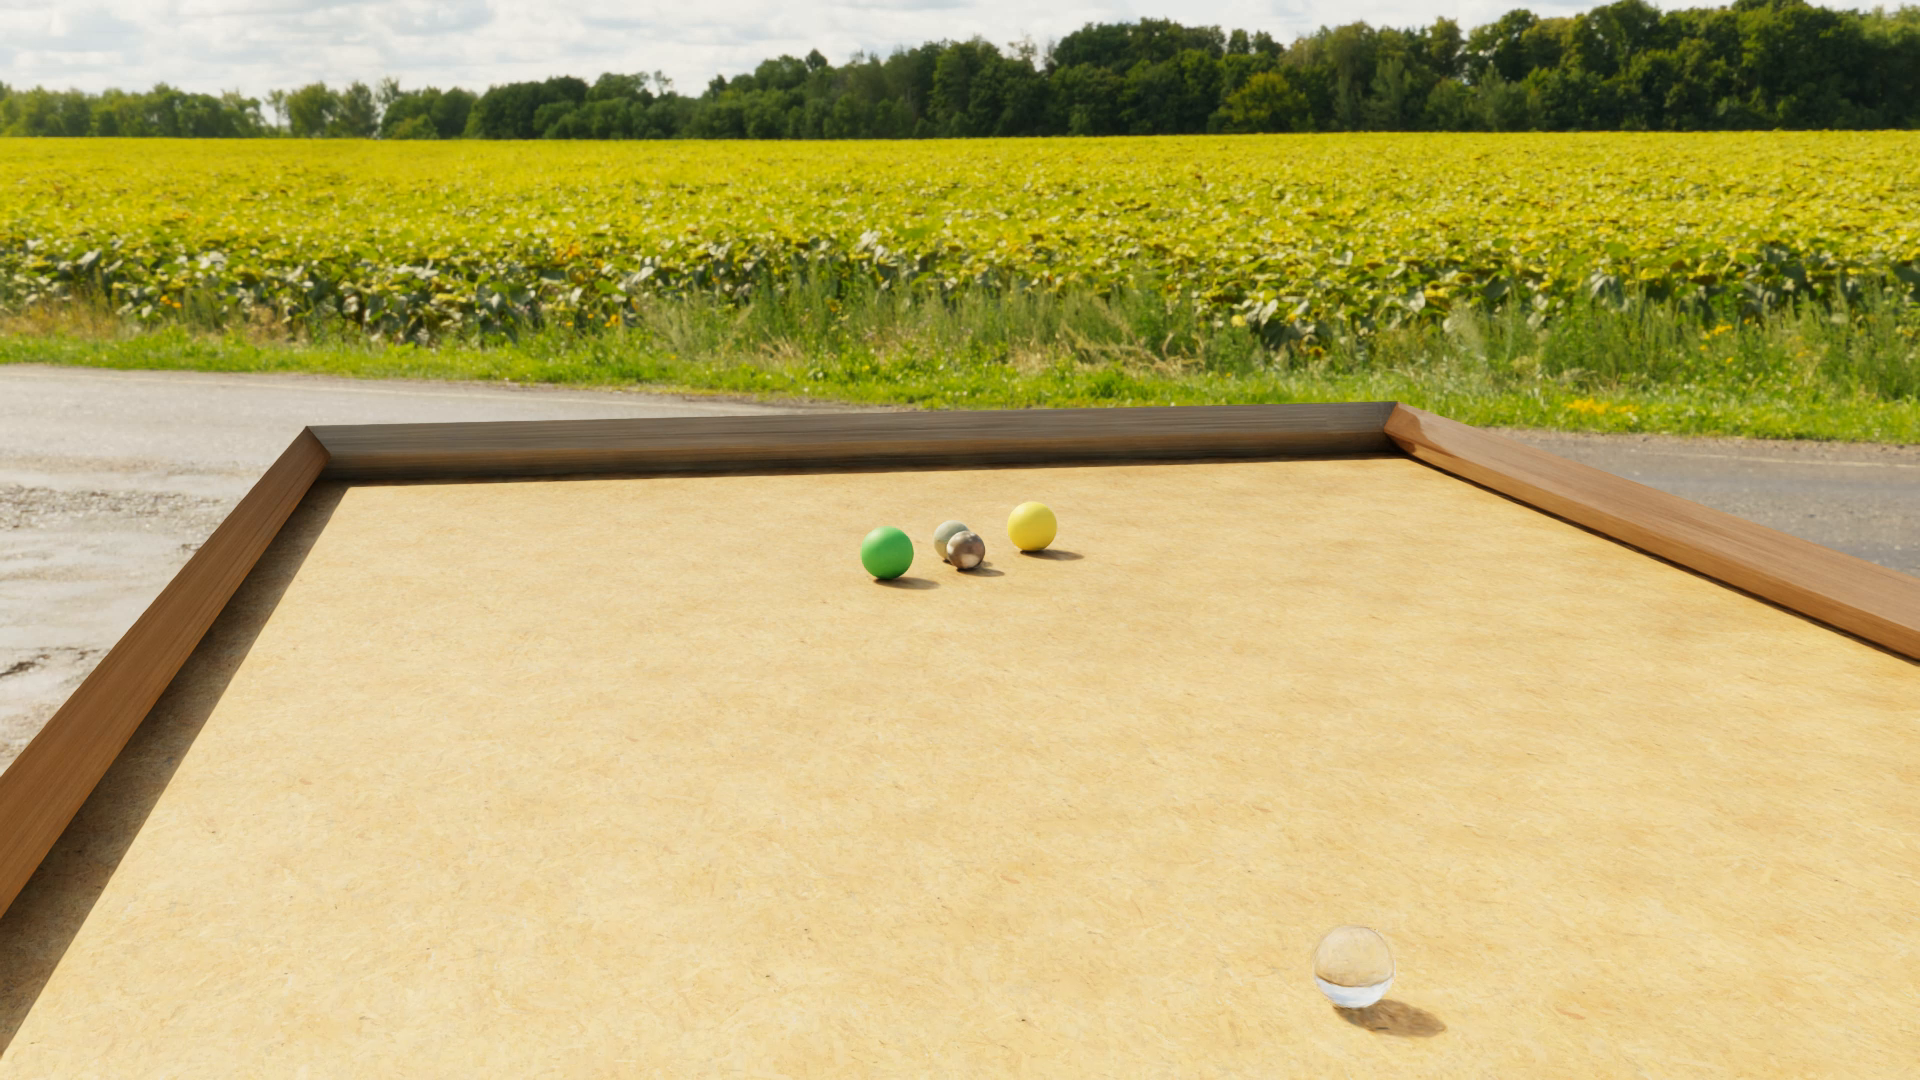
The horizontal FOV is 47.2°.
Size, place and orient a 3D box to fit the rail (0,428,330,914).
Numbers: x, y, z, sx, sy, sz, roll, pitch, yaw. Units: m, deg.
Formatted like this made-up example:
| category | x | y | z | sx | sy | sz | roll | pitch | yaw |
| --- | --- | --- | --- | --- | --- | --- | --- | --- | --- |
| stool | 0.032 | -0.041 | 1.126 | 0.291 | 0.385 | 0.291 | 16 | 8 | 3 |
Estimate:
| category | x | y | z | sx | sy | sz | roll | pitch | yaw |
| --- | --- | --- | --- | --- | --- | --- | --- | --- | --- |
| rail | -0.823 | 0.187 | 2.123 | 0.045 | 0.097 | 3.704 | -2 | 11 | -10 |

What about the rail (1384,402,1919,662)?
| category | x | y | z | sx | sy | sz | roll | pitch | yaw |
| --- | --- | --- | --- | --- | --- | --- | --- | --- | --- |
| rail | 1.139 | 0.123 | 2.456 | 0.045 | 0.097 | 3.704 | -2 | 11 | -10 |

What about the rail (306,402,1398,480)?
| category | x | y | z | sx | sy | sz | roll | pitch | yaw |
| --- | --- | --- | --- | --- | --- | --- | --- | --- | --- |
| rail | -0.154 | -0.183 | 4.060 | 2.038 | 0.097 | 0.045 | -2 | 11 | -10 |

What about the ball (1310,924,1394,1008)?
| category | x | y | z | sx | sy | sz | roll | pitch | yaw |
| --- | --- | --- | --- | --- | --- | --- | --- | --- | --- |
| ball | 0.284 | 0.308 | 1.590 | 0.060 | 0.060 | 0.060 | 0 | 11 | 0 |

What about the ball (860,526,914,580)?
| category | x | y | z | sx | sy | sz | roll | pitch | yaw |
| --- | --- | --- | --- | --- | --- | --- | --- | --- | --- |
| ball | -0.102 | 0.018 | 3.071 | 0.075 | 0.075 | 0.075 | 0 | 11 | 0 |

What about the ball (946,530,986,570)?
| category | x | y | z | sx | sy | sz | roll | pitch | yaw |
| --- | --- | --- | --- | --- | --- | --- | --- | --- | --- |
| ball | 0.008 | 0.015 | 3.140 | 0.056 | 0.056 | 0.056 | 0 | 11 | 0 |

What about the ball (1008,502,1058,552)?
| category | x | y | z | sx | sy | sz | roll | pitch | yaw |
| --- | --- | --- | --- | --- | --- | --- | --- | --- | --- |
| ball | 0.107 | -0.020 | 3.271 | 0.075 | 0.075 | 0.075 | 0 | 11 | 0 |

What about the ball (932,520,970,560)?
| category | x | y | z | sx | sy | sz | roll | pitch | yaw |
| --- | --- | --- | --- | --- | --- | --- | --- | --- | --- |
| ball | -0.011 | 0.001 | 3.205 | 0.059 | 0.059 | 0.059 | 0 | 11 | 0 |
